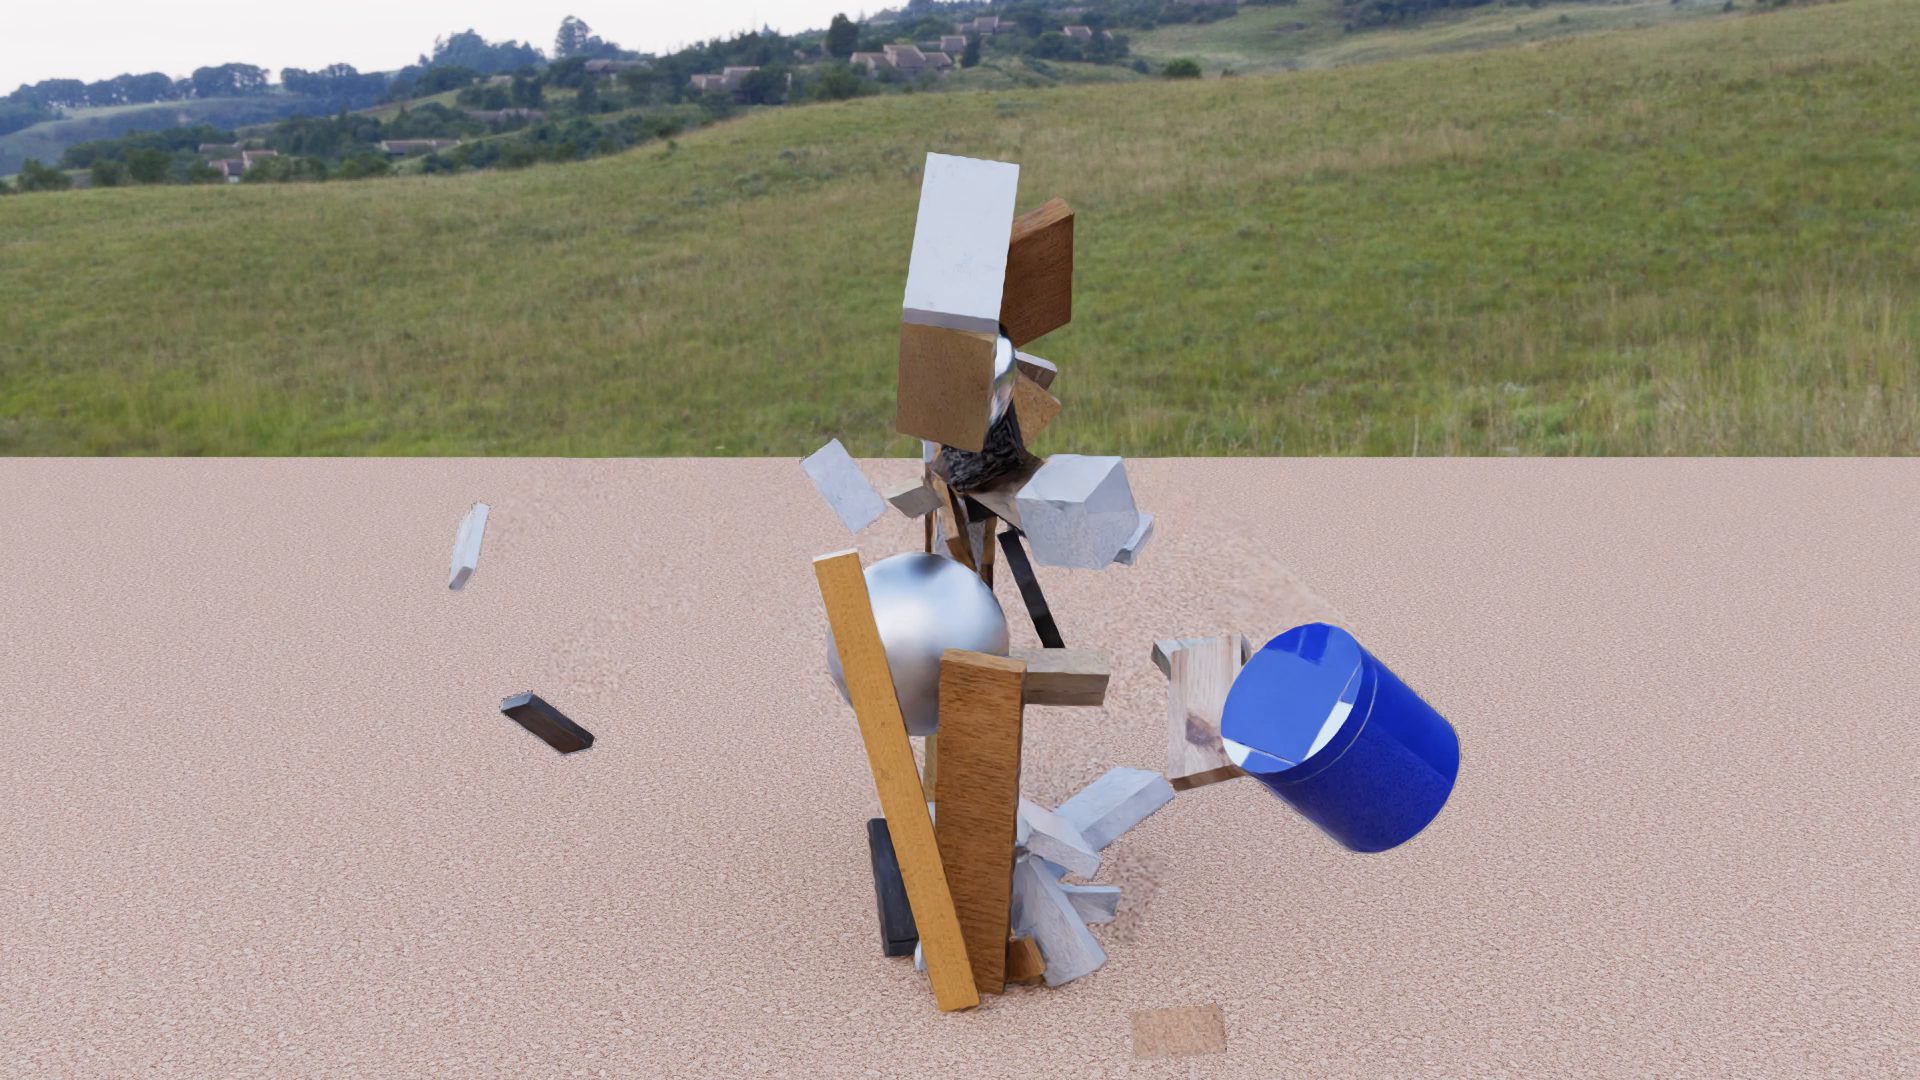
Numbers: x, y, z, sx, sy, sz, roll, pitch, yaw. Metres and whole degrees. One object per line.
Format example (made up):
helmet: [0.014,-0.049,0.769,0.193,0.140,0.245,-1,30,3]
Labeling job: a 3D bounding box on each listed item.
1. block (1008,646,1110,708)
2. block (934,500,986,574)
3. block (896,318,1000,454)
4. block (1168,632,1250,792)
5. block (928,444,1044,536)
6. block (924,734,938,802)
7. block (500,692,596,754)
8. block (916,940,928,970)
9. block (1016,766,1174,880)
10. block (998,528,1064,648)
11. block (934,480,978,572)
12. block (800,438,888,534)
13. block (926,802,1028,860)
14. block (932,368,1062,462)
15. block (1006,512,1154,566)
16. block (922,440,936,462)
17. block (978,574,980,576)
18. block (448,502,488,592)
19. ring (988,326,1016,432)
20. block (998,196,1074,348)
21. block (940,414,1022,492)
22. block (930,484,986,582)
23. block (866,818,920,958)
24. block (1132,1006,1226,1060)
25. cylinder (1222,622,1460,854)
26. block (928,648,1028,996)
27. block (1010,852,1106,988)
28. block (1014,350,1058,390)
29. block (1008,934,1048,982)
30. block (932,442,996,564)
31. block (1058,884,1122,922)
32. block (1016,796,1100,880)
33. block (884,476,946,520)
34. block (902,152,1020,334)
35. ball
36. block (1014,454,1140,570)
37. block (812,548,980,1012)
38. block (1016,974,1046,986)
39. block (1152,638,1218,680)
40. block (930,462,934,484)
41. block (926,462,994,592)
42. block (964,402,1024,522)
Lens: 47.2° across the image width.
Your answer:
block: [0.090,0.220,3.557,0.293,0.042,0.147,2,-25,-1]
block: [-0.002,0.006,3.796,0.082,0.164,0.023,2,32,-6]
block: [-0.021,-0.245,3.349,0.140,0.280,0.040,15,57,6]
block: [0.355,0.243,3.118,0.112,0.032,0.225,-17,45,25]
block: [0.075,-0.099,3.613,0.229,0.114,0.032,34,-4,15]
block: [0.011,0.426,3.730,0.147,0.293,0.042,3,10,-1]
block: [-0.620,0.277,3.314,0.066,0.019,0.131,-17,-45,38]
block: [-0.021,0.610,3.293,0.094,0.047,0.013,-14,35,-26]
block: [0.180,0.456,3.449,0.293,0.042,0.147,-32,12,-22]
block: [0.120,0.092,3.631,0.031,0.111,0.221,-23,41,2]
block: [-0.009,-0.022,3.634,0.023,0.082,0.164,-22,36,7]
block: [-0.173,-0.081,3.288,0.066,0.131,0.019,-36,9,0]
block: [0.005,0.444,3.342,0.095,0.027,0.191,5,11,-41]
block: [0.062,-0.182,3.740,0.107,0.214,0.030,36,12,-22]
block: [0.203,-0.026,3.701,0.221,0.031,0.111,15,37,19]
block: [-0.004,-0.265,3.894,0.124,0.248,0.035,-2,6,-11]
block: [-0.006,0.180,3.802,0.082,0.240,0.023,0,0,-3]
block: [-0.772,0.011,3.449,0.019,0.066,0.131,23,44,-23]
ring: [0.011,-0.262,3.524,0.071,0.213,0.213,5,5,-37]
block: [0.109,-0.415,3.498,0.140,0.280,0.040,-28,62,-14]
block: [0.017,-0.201,3.605,0.114,0.229,0.032,-22,-29,10]
block: [-0.002,-0.006,3.878,0.099,0.197,0.028,0,13,-1]
block: [-0.082,0.535,3.412,0.095,0.210,0.027,-3,-16,-20]
block: [0.294,0.662,2.957,0.119,0.059,0.017,-4,-12,-4]
cylinder: [0.519,0.271,3.000,0.231,0.231,0.231,38,-12,-31]
block: [0.022,0.408,3.116,0.113,0.570,0.032,9,31,11]
block: [0.122,0.555,3.217,0.095,0.191,0.027,-31,4,35]
block: [0.068,-0.227,3.782,0.107,0.214,0.030,16,31,-26]
block: [0.083,0.618,3.243,0.016,0.056,0.112,-22,-4,-34]
block: [0.009,-0.063,3.814,0.107,0.214,0.030,-1,21,-9]
block: [0.184,0.549,3.317,0.112,0.056,0.016,6,25,-25]
block: [0.128,0.437,3.274,0.112,0.032,0.225,27,3,-12]
block: [-0.067,-0.064,3.299,0.059,0.017,0.119,-21,-19,11]
block: [0.003,-0.442,3.265,0.140,0.280,0.040,8,-27,0]
ball: [-0.063,0.156,3.292,0.275,0.275,0.275,0,11,0]
block: [0.186,-0.045,3.470,0.128,0.128,0.128,5,37,35]
block: [-0.083,0.346,3.053,0.059,0.721,0.017,-12,21,5]
block: [0.083,0.646,3.322,0.112,0.016,0.056,5,12,27]
block: [0.398,0.222,3.512,0.111,0.031,0.221,-3,25,-17]
block: [-0.002,-0.128,3.919,0.099,0.028,0.197,0,10,0]
block: [0.000,0.048,4.064,0.124,0.921,0.035,0,9,0]
block: [0.047,-0.154,3.676,0.114,0.229,0.032,-16,-6,22]
